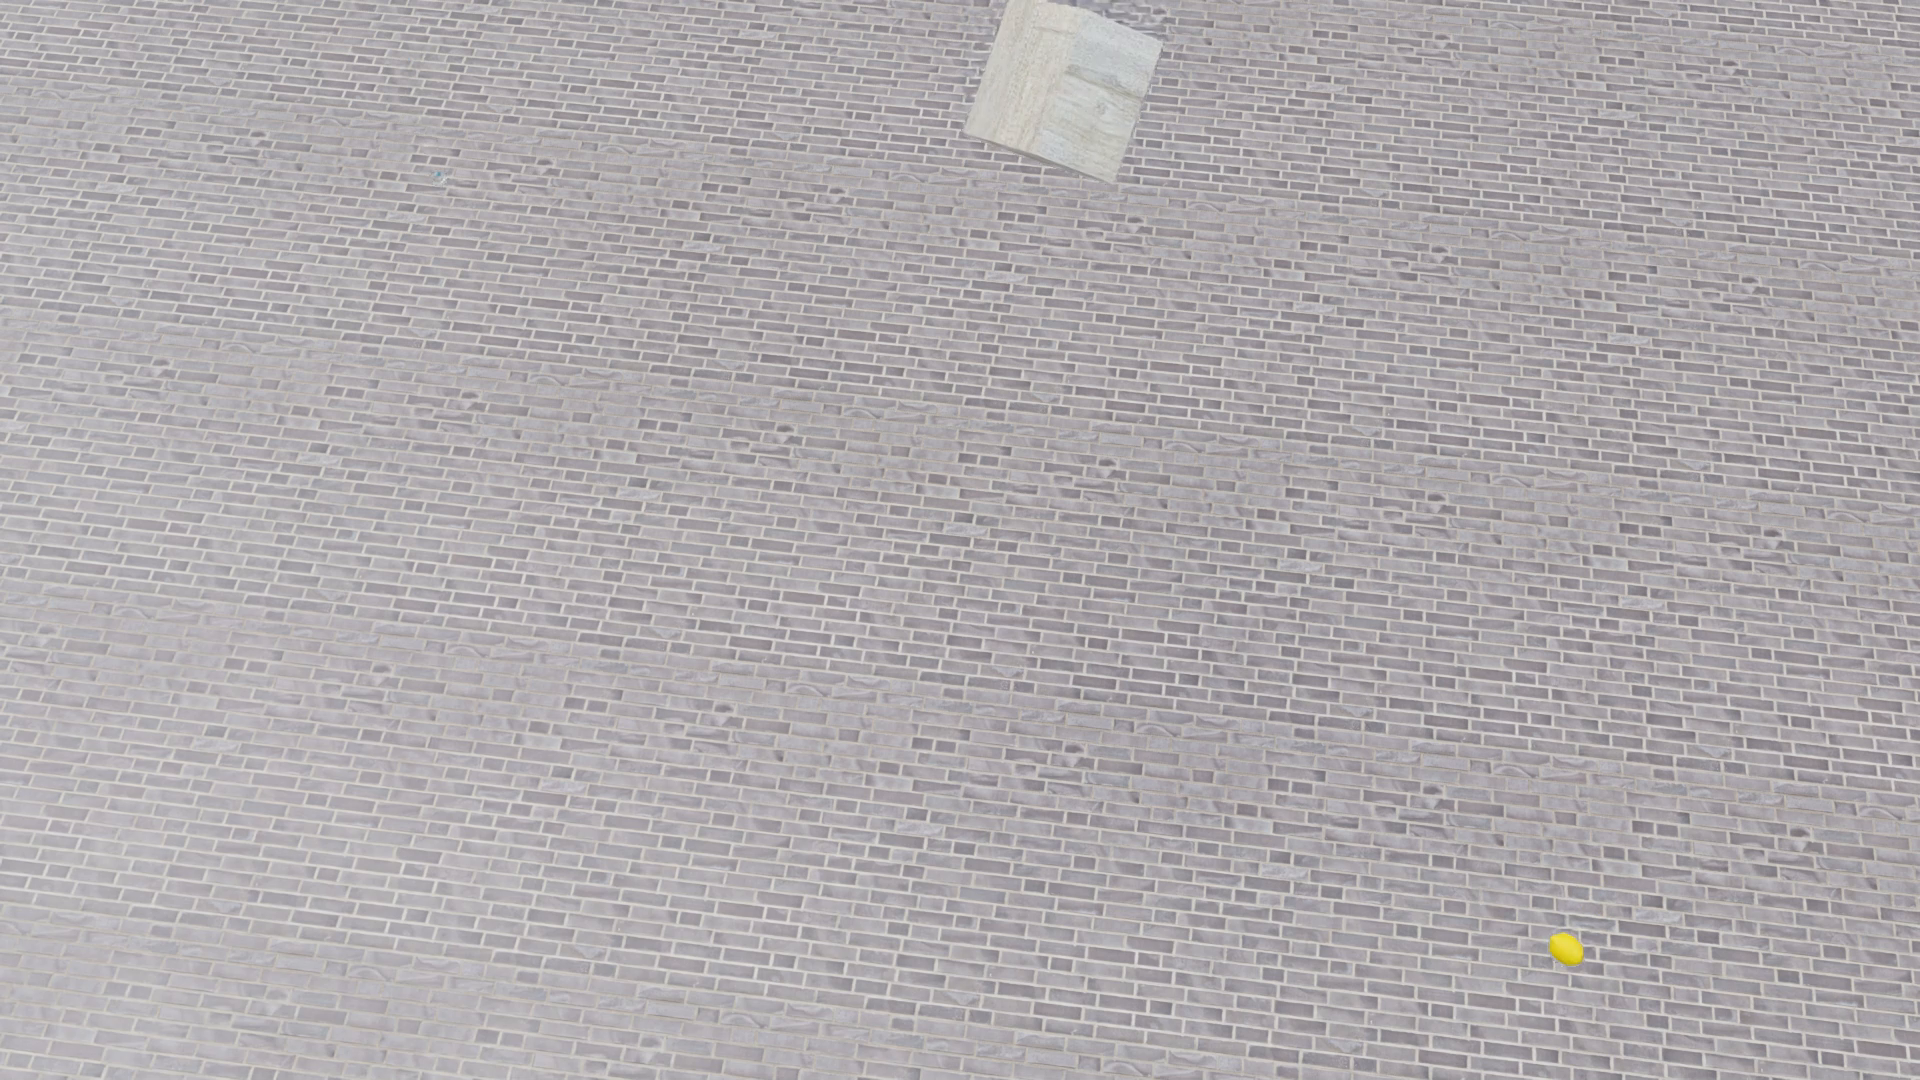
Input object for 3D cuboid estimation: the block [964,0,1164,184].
[{"bbox_3d":[0.153,-0.682,3.320,0.148,0.219,0.213,14,10,-34],"label":"block"}]
